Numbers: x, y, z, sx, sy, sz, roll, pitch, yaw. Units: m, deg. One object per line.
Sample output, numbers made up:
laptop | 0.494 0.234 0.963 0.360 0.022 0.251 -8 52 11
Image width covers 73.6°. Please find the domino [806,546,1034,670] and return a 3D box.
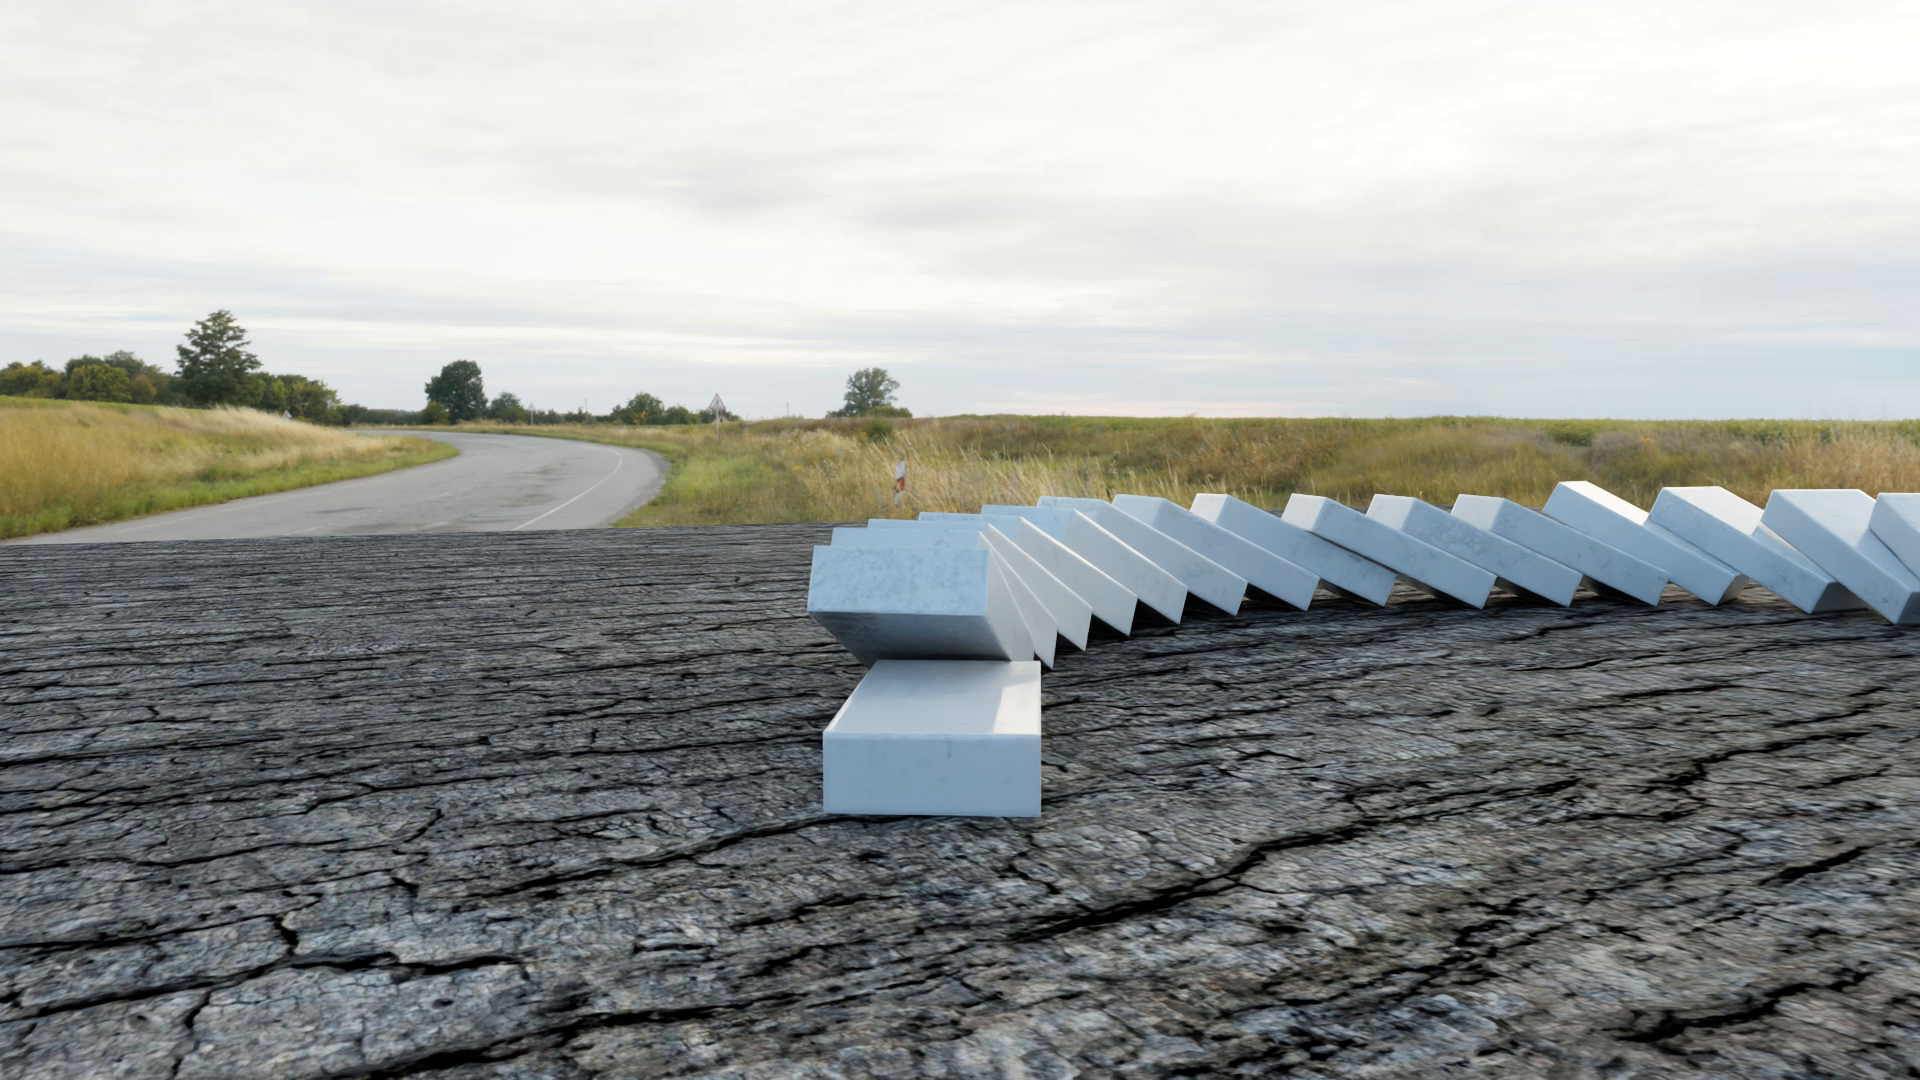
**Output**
domino | -0.004 0.014 0.199 0.025 0.010 0.050 1 -19 11

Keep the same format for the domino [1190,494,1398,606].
domino | 0.087 0.002 0.339 0.050 0.010 0.025 24 0 -8

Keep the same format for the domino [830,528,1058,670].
domino | -0.002 0.011 0.224 0.025 0.009 0.050 1 -19 20

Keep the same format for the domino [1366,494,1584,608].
domino | 0.136 0.002 0.343 0.050 0.010 0.025 23 2 -7

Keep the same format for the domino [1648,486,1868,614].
domino | 0.215 0.002 0.344 0.025 0.010 0.050 -2 31 -26

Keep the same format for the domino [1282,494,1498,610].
domino | 0.112 0.003 0.339 0.050 0.009 0.025 24 2 -7

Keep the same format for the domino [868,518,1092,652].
domino | 0.004 0.009 0.250 0.025 0.010 0.050 2 -19 29

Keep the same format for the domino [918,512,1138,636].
domino | 0.015 0.008 0.273 0.025 0.010 0.050 3 -18 37

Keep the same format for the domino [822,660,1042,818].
domino | -0.002 0.025 0.172 0.025 0.010 0.050 0 4 3

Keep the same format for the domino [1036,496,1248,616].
domino | 0.044 0.004 0.315 0.050 0.009 0.025 27 -10 -30

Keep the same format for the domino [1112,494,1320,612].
domino | 0.064 0.003 0.329 0.050 0.009 0.025 25 -5 -20

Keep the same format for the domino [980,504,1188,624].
domino | 0.028 0.006 0.293 0.025 0.010 0.050 4 -18 41

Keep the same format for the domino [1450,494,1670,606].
domino | 0.160 0.002 0.345 0.050 0.010 0.025 23 2 -6

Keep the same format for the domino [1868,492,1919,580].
domino | 0.237 0.005 0.297 0.025 0.010 0.050 1 30 9

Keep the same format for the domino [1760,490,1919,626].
domino | 0.230 0.003 0.322 0.025 0.010 0.050 0 30 -6

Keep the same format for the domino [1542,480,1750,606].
domino | 0.191 0.000 0.356 0.025 0.009 0.050 -4 34 -48
